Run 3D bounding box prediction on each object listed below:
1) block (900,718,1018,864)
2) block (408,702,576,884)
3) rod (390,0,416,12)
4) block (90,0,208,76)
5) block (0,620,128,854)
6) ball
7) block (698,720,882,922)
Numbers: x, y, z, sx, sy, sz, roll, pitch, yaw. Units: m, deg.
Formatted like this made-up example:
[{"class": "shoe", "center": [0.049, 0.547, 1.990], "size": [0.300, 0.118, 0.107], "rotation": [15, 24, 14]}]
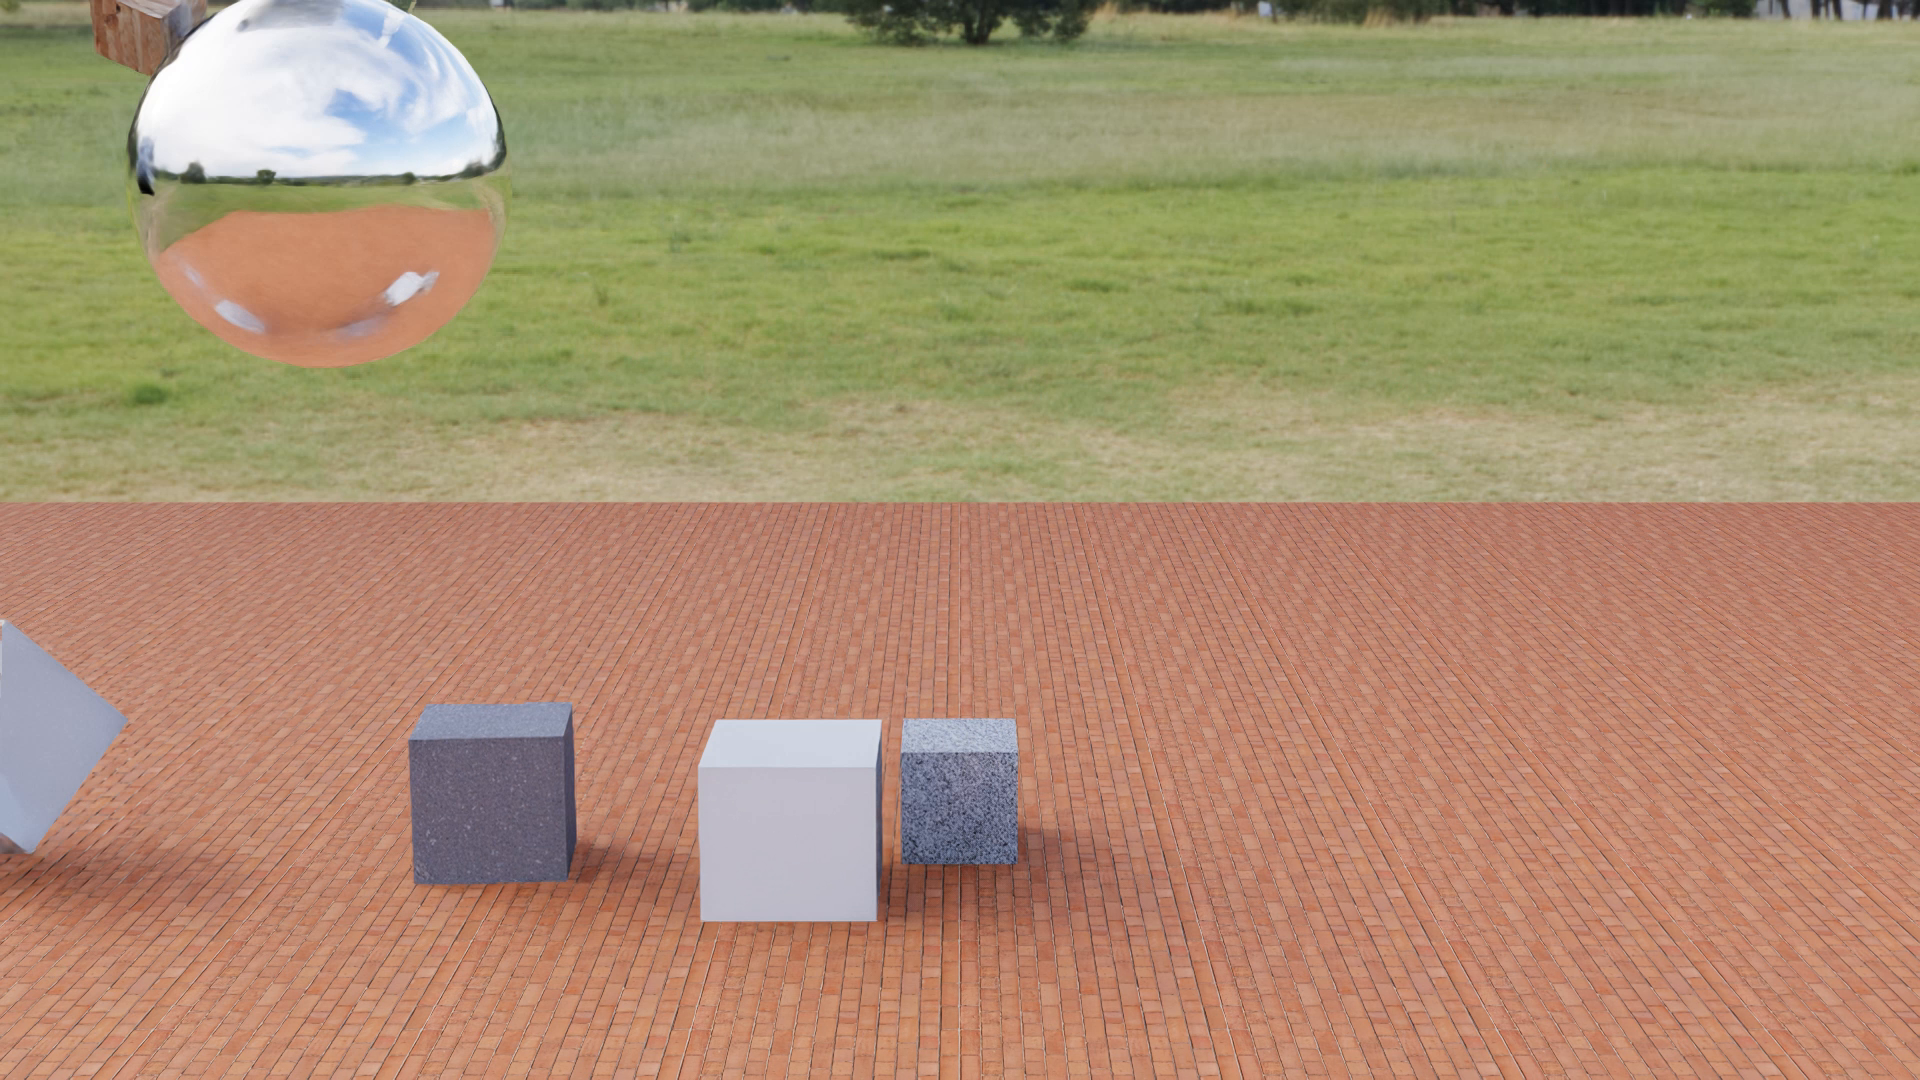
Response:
[{"class": "block", "center": [-0.003, 1.149, 11.796], "size": [0.523, 0.519, 0.610], "rotation": [0, 10, 0]}, {"class": "block", "center": [-2.087, 1.129, 11.521], "size": [0.666, 0.657, 0.624], "rotation": [-1, 10, -5]}, {"class": "rod", "center": [-1.175, -4.515, 10.359], "size": [0.080, 5.200, 0.080], "rotation": [26, 9, -5]}, {"class": "block", "center": [-3.464, -2.230, 10.968], "size": [0.359, 0.340, 0.308], "rotation": [24, 48, 11]}, {"class": "block", "center": [-4.325, 0.886, 11.413], "size": [0.629, 0.717, 0.740], "rotation": [-7, 45, 45]}, {"class": "ball", "center": [-2.712, -1.531, 10.902], "size": [1.600, 1.600, 1.600], "rotation": [0, 10, 0]}, {"class": "block", "center": [-0.717, 1.201, 11.084], "size": [0.737, 0.672, 0.790], "rotation": [0, 10, 0]}]
